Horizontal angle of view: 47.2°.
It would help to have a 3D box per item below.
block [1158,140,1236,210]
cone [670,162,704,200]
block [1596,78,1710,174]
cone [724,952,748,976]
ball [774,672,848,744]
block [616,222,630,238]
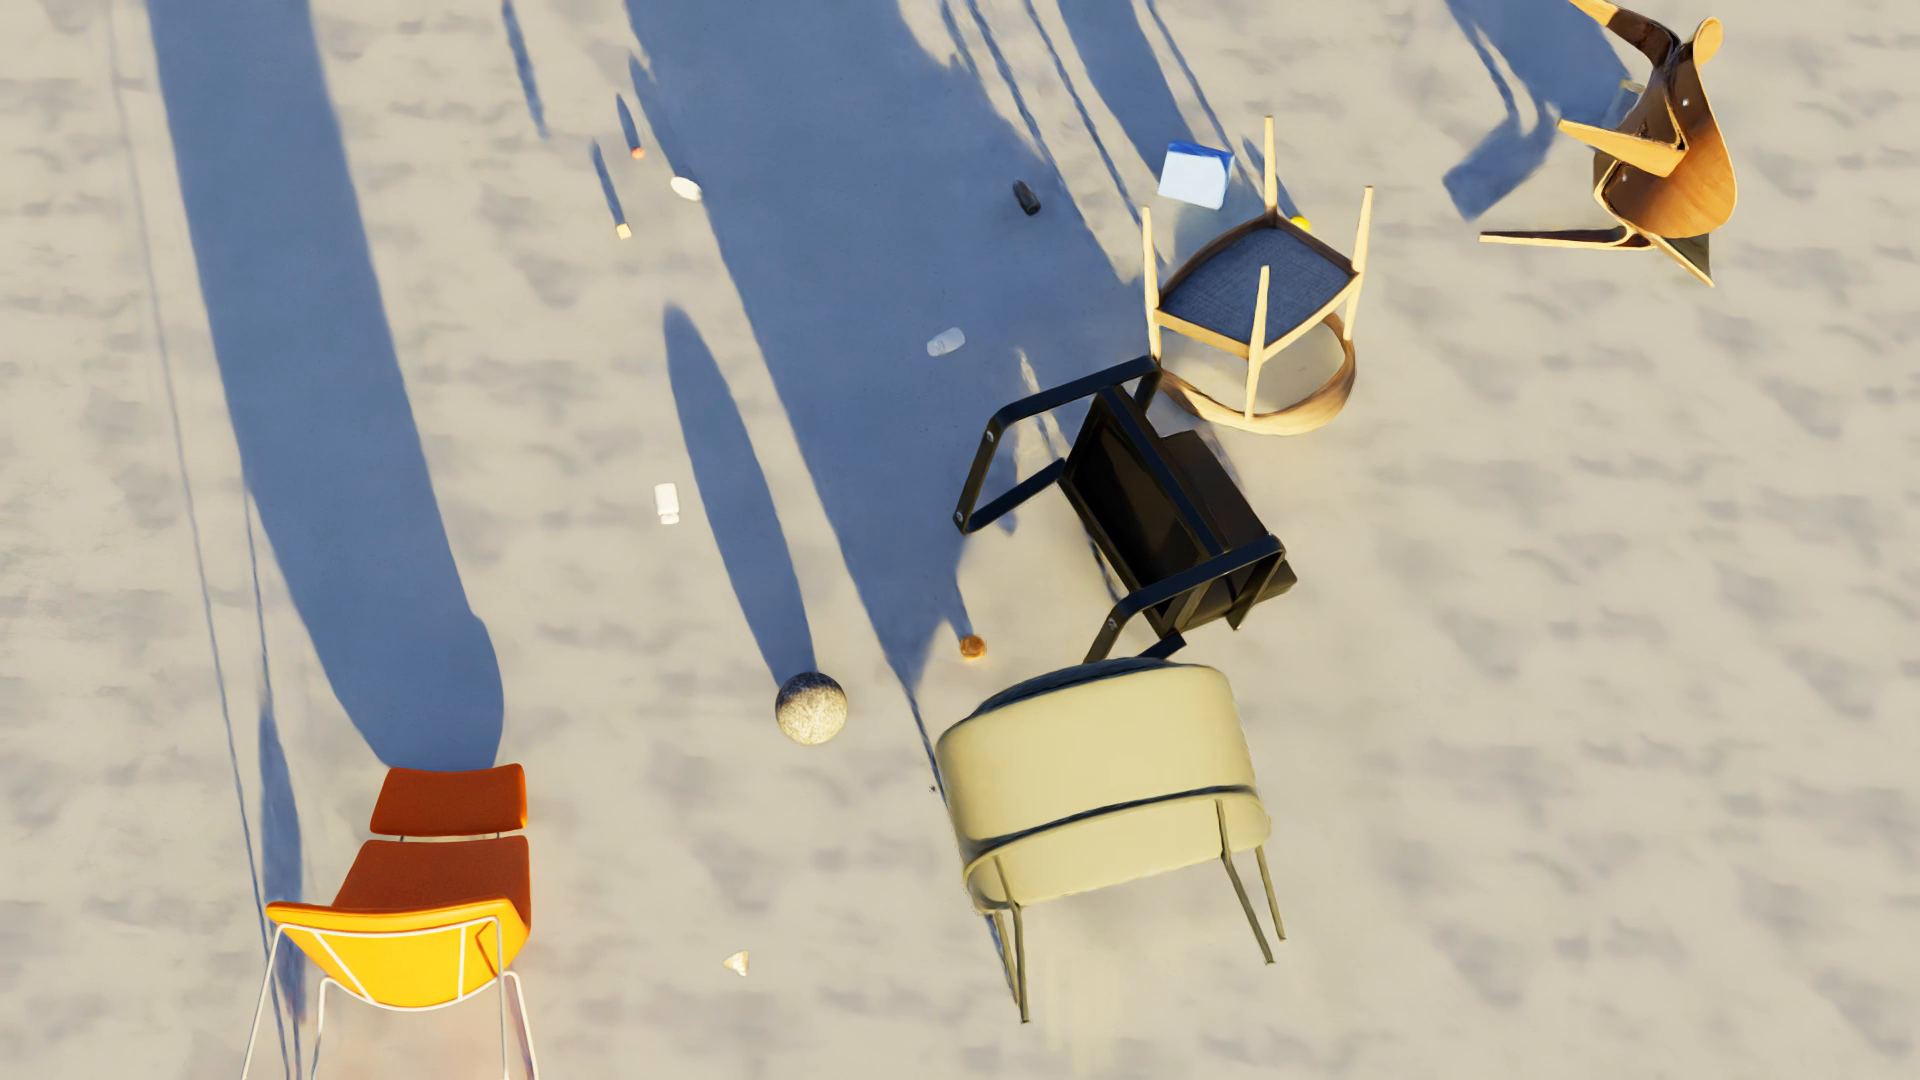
[{"bbox_3d":[0.781,-1.208,7.257,0.205,0.173,0.123,16,18,11],"label":"block"},{"bbox_3d":[-0.915,-1.221,7.366,0.121,0.063,0.166,28,32,-27],"label":"cone"},{"bbox_3d":[2.314,-1.385,7.348,0.310,0.190,0.140,25,29,11],"label":"block"},{"bbox_3d":[-0.510,0.991,5.103,0.060,0.075,0.048,-27,74,-10],"label":"cone"},{"bbox_3d":[-0.415,0.468,6.138,0.203,0.203,0.203,0,56,0],"label":"ball"},{"bbox_3d":[-1.106,-1.016,7.222,0.035,0.040,0.033,-23,21,-5],"label":"block"}]
